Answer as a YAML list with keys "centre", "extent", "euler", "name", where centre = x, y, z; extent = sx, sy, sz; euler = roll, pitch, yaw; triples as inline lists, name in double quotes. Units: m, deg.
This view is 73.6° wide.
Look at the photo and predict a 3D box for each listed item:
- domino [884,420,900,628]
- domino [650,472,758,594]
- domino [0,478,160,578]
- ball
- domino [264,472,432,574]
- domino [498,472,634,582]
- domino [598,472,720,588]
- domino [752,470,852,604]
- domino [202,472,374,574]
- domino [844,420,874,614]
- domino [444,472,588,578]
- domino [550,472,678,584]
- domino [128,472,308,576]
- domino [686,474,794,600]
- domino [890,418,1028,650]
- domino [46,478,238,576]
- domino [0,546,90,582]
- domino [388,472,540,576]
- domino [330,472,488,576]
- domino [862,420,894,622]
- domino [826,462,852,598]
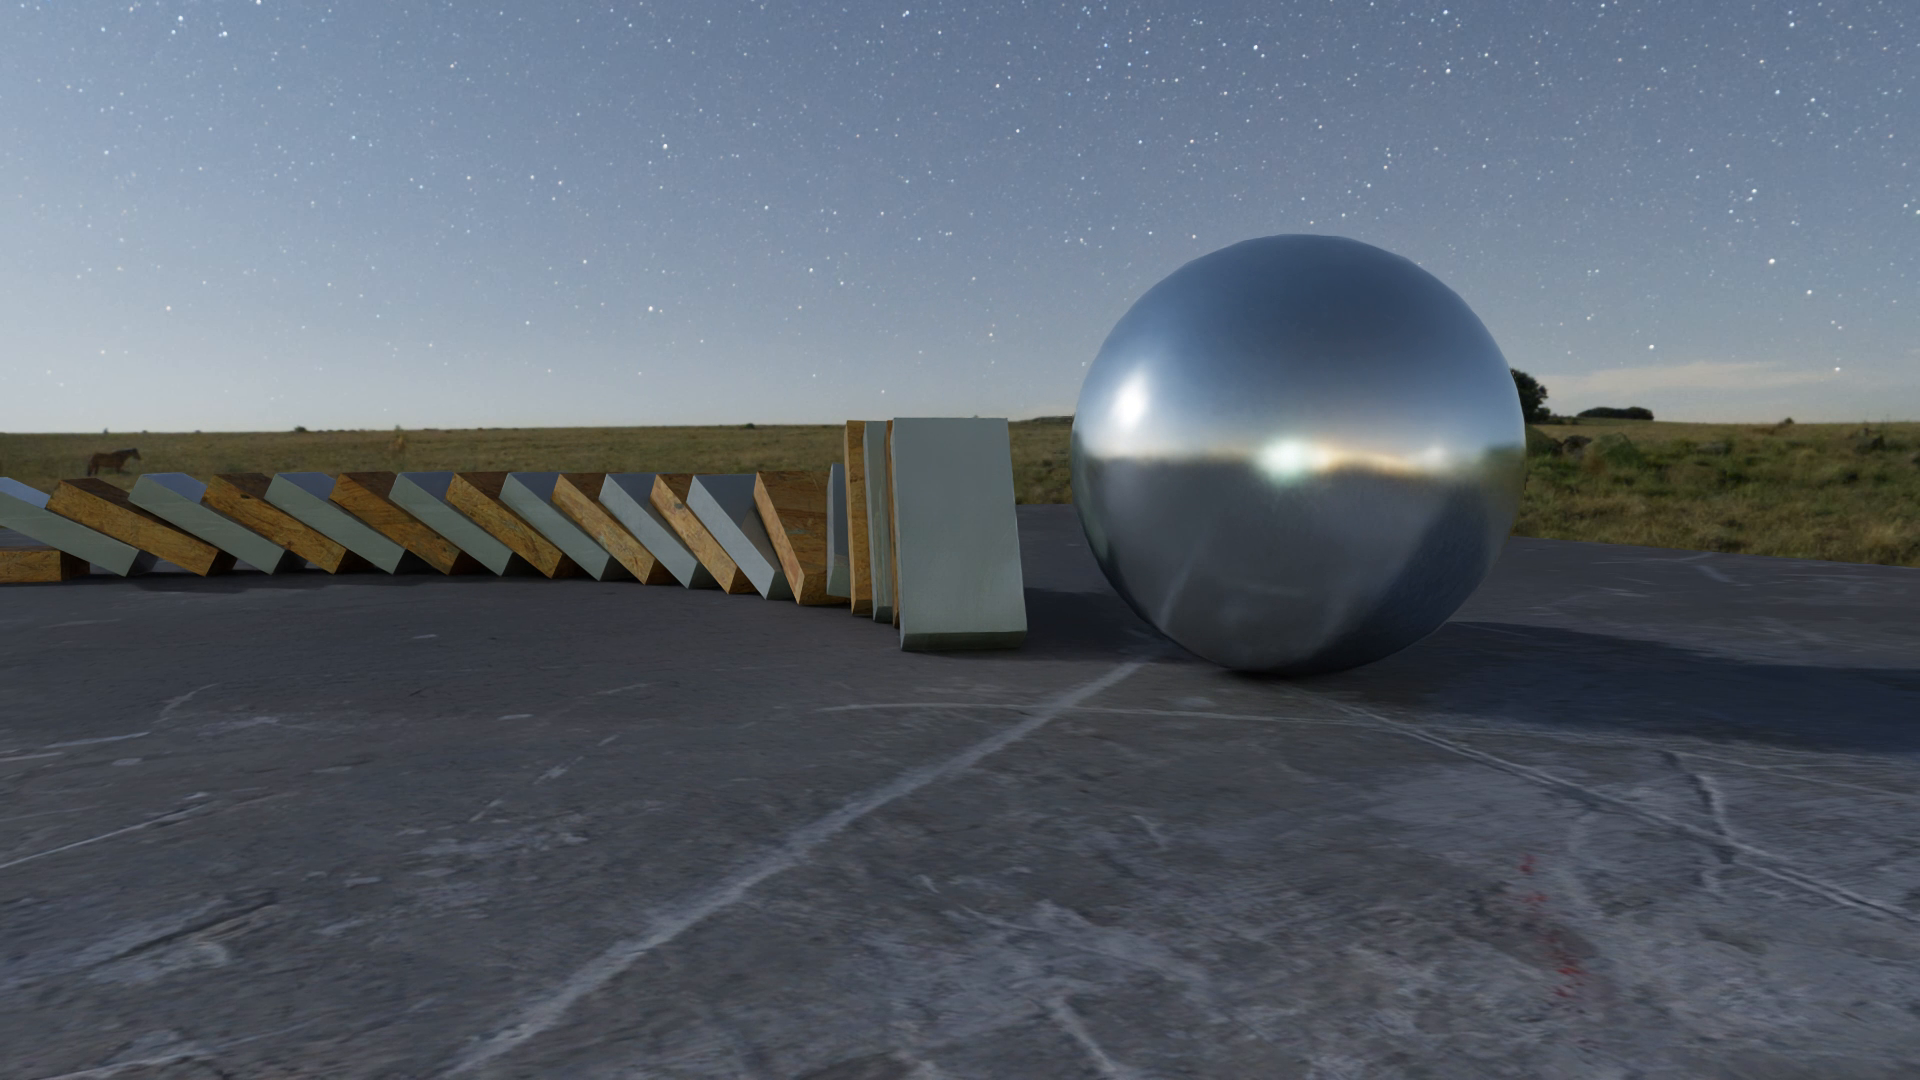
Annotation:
- centre: [-0.004, -0.004, 0.305]
  extent: [0.025, 0.050, 0.009]
  euler: [-1, -25, -8]
  name: "domino"
- centre: [-0.070, -0.003, 0.385]
  extent: [0.025, 0.010, 0.050]
  euler: [-4, 36, -43]
  name: "domino"
- centre: [-0.285, -0.004, 0.409]
  extent: [0.050, 0.010, 0.025]
  euler: [27, -4, -15]
  name: "domino"
- centre: [0.060, -0.015, 0.235]
  extent: [0.080, 0.080, 0.080]
  euler: [0, 4, 0]
  name: "ball"
- centre: [-0.203, -0.006, 0.430]
  extent: [0.050, 0.010, 0.025]
  euler: [30, 7, 3]
  name: "domino"
- centre: [-0.123, -0.005, 0.416]
  extent: [0.050, 0.009, 0.025]
  euler: [35, 19, 22]
  name: "domino"
- centre: [-0.087, -0.004, 0.397]
  extent: [0.050, 0.010, 0.025]
  euler: [39, 26, 31]
  name: "domino"
- centre: [-0.039, -0.002, 0.358]
  extent: [0.025, 0.010, 0.050]
  euler: [-1, 36, -25]
  name: "domino"
- centre: [-0.223, -0.006, 0.430]
  extent: [0.050, 0.009, 0.025]
  euler: [29, 5, 1]
  name: "domino"
- centre: [-0.016, -0.006, 0.326]
  extent: [0.025, 0.050, 0.009]
  euler: [0, -25, -11]
  name: "domino"
- centre: [-0.142, -0.006, 0.422]
  extent: [0.050, 0.009, 0.025]
  euler: [33, 16, 18]
  name: "domino"
- centre: [-0.104, -0.005, 0.407]
  extent: [0.050, 0.009, 0.025]
  euler: [37, 23, 27]
  name: "domino"
- centre: [-0.243, -0.006, 0.425]
  extent: [0.050, 0.009, 0.025]
  euler: [29, 2, -6]
  name: "domino"
- centre: [-0.056, -0.002, 0.371]
  extent: [0.025, 0.009, 0.050]
  euler: [-4, 36, -41]
  name: "domino"
- centre: [-0.001, -0.002, 0.273]
  extent: [0.025, 0.050, 0.009]
  euler: [-1, -25, -8]
  name: "domino"
- centre: [-0.264, -0.004, 0.418]
  extent: [0.050, 0.010, 0.025]
  euler: [27, -2, -12]
  name: "domino"
- centre: [-0.306, 0.008, 0.403]
  extent: [0.050, 0.009, 0.025]
  euler: [-1, 4, -17]
  name: "domino"
- centre: [-0.162, -0.006, 0.427]
  extent: [0.050, 0.009, 0.025]
  euler: [32, 13, 13]
  name: "domino"
- centre: [-0.182, -0.006, 0.430]
  extent: [0.050, 0.009, 0.025]
  euler: [31, 10, 9]
  name: "domino"
- centre: [-0.010, -0.005, 0.316]
  extent: [0.025, 0.050, 0.010]
  euler: [-1, -25, -10]
  name: "domino"
- centre: [-0.023, -0.002, 0.348]
  extent: [0.025, 0.009, 0.050]
  euler: [9, 33, -12]
  name: "domino"
